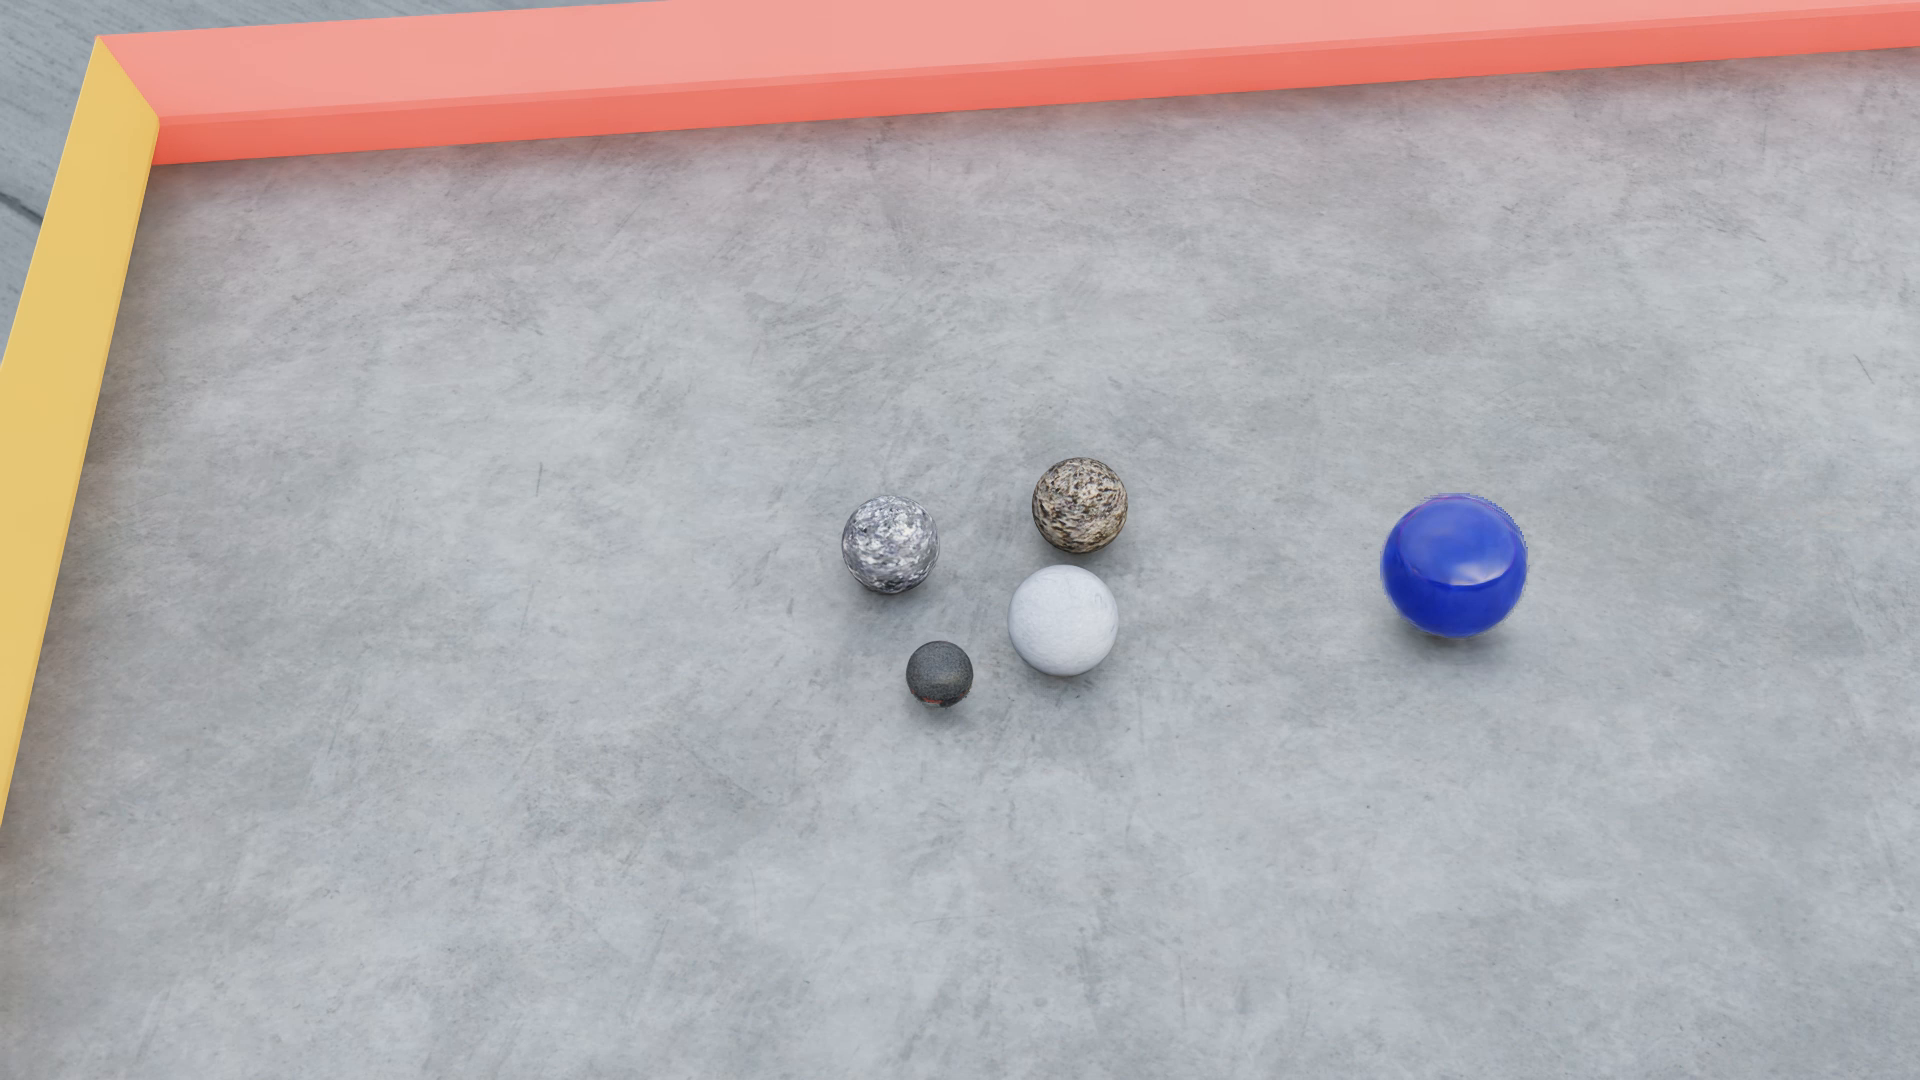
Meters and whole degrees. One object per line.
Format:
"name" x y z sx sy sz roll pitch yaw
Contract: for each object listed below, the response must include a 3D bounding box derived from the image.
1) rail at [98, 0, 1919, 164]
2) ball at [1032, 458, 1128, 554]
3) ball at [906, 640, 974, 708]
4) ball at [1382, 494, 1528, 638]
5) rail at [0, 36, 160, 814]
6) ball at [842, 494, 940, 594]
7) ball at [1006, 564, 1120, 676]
"rail" 0.520 -0.470 2.322 2.512 0.121 0.045 -5 36 -7
"ball" 0.082 -0.023 1.748 0.066 0.066 0.066 0 36 0
"ball" -0.013 0.085 1.617 0.043 0.043 0.043 0 36 0
"ball" 0.321 0.017 1.668 0.093 0.093 0.093 0 36 0
"rail" -0.598 0.028 1.627 0.045 0.121 1.404 -5 36 -7
"ball" -0.046 0.003 1.711 0.066 0.066 0.066 0 36 0
"ball" 0.066 0.051 1.638 0.072 0.072 0.072 0 36 0
